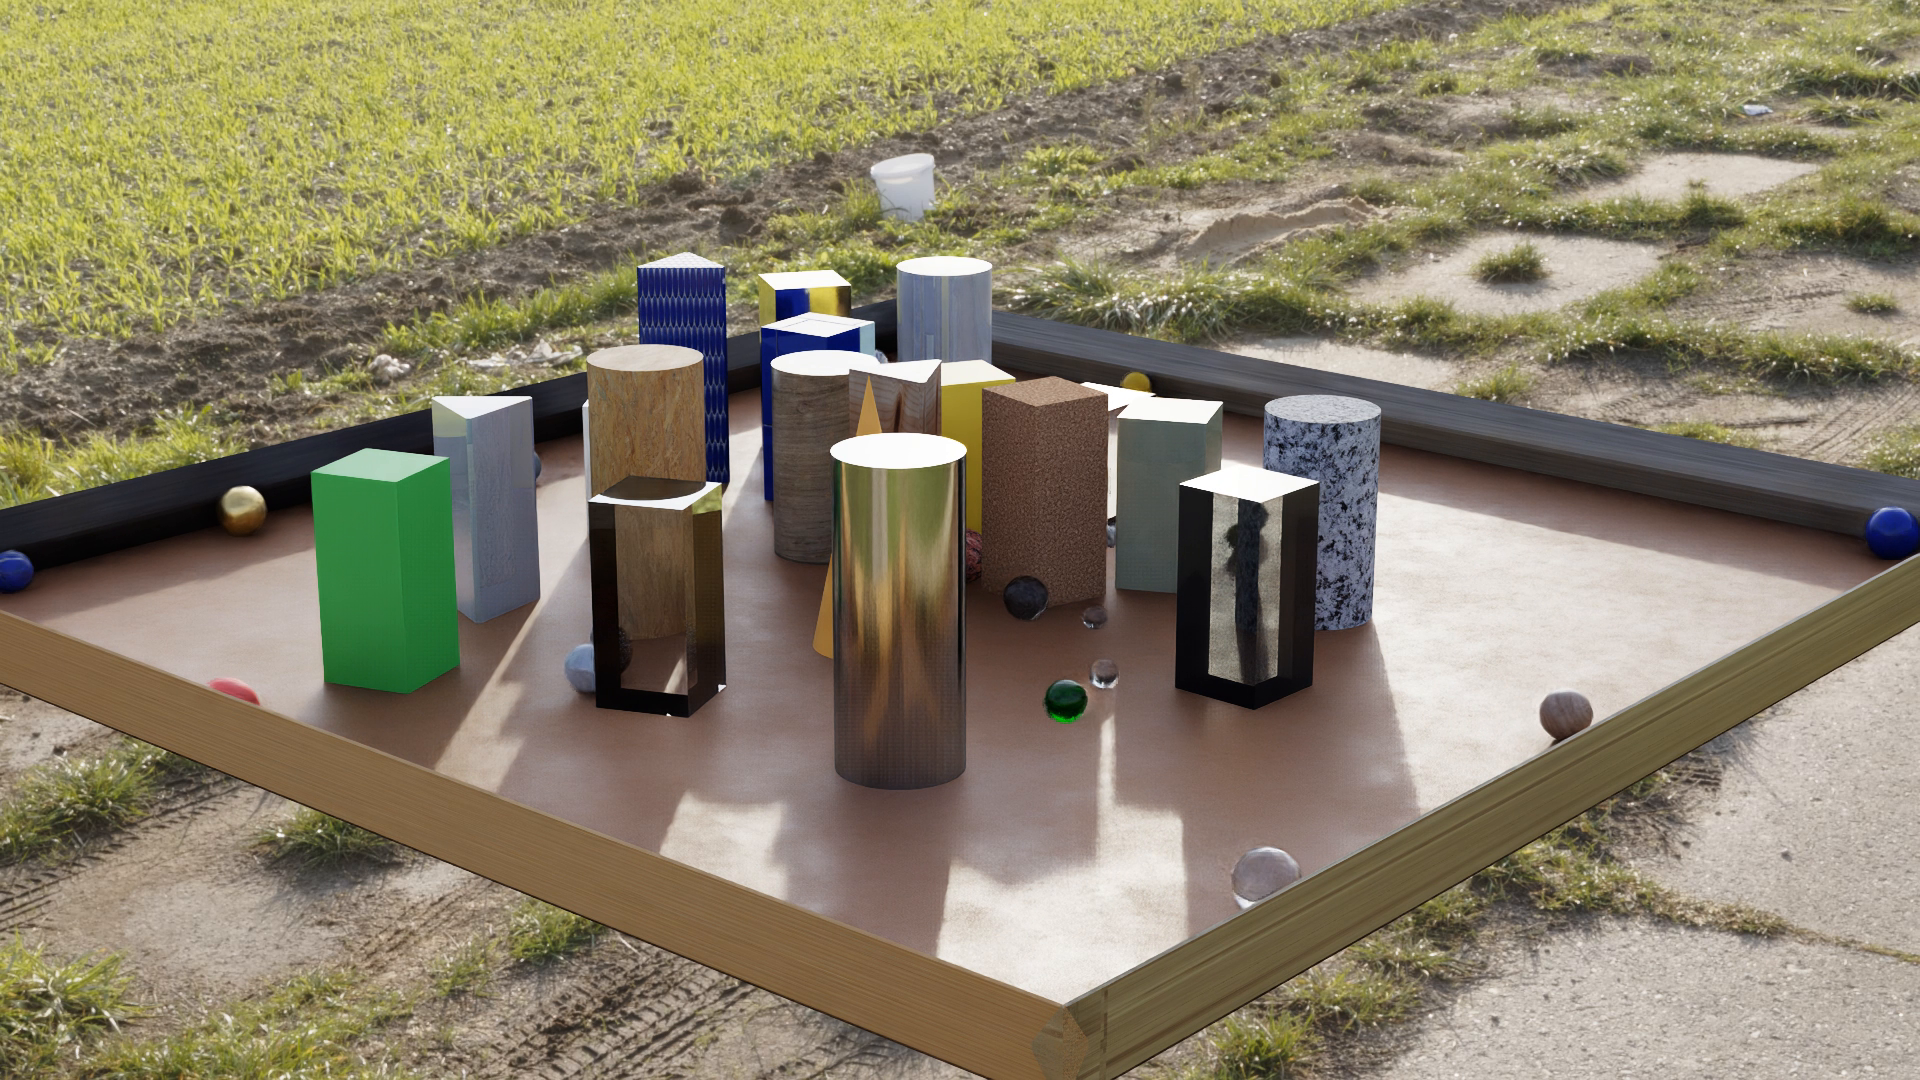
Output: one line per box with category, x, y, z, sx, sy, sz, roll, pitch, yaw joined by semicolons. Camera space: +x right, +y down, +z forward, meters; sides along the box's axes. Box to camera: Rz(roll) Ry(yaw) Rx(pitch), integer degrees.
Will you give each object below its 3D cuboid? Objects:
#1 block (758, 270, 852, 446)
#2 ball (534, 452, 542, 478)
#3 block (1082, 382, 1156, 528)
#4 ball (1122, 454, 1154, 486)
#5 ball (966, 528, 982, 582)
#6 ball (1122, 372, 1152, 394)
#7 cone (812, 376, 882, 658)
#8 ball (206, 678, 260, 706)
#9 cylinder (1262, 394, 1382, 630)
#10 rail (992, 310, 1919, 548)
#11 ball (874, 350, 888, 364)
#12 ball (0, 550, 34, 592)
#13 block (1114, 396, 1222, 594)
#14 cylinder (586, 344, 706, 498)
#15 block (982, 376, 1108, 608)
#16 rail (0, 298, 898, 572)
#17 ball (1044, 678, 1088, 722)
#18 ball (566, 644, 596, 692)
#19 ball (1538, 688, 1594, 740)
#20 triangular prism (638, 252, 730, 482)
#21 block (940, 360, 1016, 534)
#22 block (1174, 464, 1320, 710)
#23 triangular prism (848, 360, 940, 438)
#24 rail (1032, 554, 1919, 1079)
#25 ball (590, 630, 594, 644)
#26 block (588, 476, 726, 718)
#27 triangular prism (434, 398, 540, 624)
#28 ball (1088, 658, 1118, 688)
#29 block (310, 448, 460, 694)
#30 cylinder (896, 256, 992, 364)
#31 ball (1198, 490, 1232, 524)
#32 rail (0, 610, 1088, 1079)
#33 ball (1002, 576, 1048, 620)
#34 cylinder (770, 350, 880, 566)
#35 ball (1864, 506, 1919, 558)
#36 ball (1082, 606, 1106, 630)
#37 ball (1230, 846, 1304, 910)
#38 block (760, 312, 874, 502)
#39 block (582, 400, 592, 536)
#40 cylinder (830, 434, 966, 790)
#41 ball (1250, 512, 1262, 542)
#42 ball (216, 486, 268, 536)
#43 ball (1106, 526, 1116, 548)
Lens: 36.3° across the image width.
block;-0.316;-0.356;6.003;0.156;0.361;0.156;-5;17;-15
ball;-0.865;-0.146;5.807;0.072;0.072;0.072;0;17;0
block;0.259;-0.155;5.546;0.156;0.241;0.156;12;21;35
ball;0.353;-0.136;5.791;0.063;0.063;0.063;0;17;0
ball;0.005;0.027;5.188;0.097;0.097;0.097;0;17;0
ball;0.388;-0.336;6.450;0.066;0.066;0.066;0;17;0
cone;-0.148;-0.048;4.810;0.195;0.460;0.195;0;17;0
ball;-1.108;0.257;4.433;0.095;0.095;0.095;0;17;0
cylinder;0.610;-0.048;4.984;0.195;0.360;0.195;0;17;0
rail;0.878;-0.260;6.089;2.674;0.127;0.045;14;22;39
ball;-0.200;-0.388;6.591;0.082;0.082;0.082;0;17;0
ball;-1.662;0.055;5.139;0.073;0.073;0.073;0;17;0
block;0.369;-0.079;5.174;0.156;0.310;0.156;5;17;15
cylinder;-0.528;-0.092;4.981;0.195;0.446;0.195;0;17;0
block;0.147;-0.083;5.096;0.156;0.362;0.156;-12;20;-33
rail;-0.992;-0.217;5.944;0.045;0.127;2.727;14;22;39
ball;0.163;0.247;4.515;0.067;0.067;0.067;0;17;0
ball;-0.585;0.203;4.642;0.078;0.078;0.078;0;17;0
ball;0.916;0.264;4.434;0.081;0.081;0.081;0;17;0
triangular prism;-0.544;-0.343;5.834;0.169;0.435;0.146;0;17;0
block;-0.002;-0.147;5.369;0.156;0.327;0.156;-7;18;-22
block;0.452;0.072;4.625;0.156;0.337;0.156;15;22;40
triangular prism;-0.082;-0.116;5.164;0.169;0.386;0.146;13;21;38
rail;0.992;0.280;4.296;0.045;0.127;2.727;14;22;39
ball;-0.552;0.160;4.754;0.094;0.094;0.094;0;17;0
block;-0.471;0.087;4.581;0.156;0.335;0.156;5;18;17
triangular prism;-0.838;-0.062;5.032;0.146;0.359;0.169;10;19;29
ball;0.228;0.212;4.663;0.047;0.047;0.047;0;17;0
block;-0.916;0.048;4.686;0.156;0.349;0.156;7;18;21
cylinder;-0.032;-0.378;6.043;0.195;0.380;0.195;0;17;0
ball;0.482;-0.061;5.538;0.064;0.064;0.064;0;17;0
rail;-0.878;0.324;4.151;2.674;0.127;0.045;14;22;39
ball;0.111;0.099;4.989;0.076;0.076;0.076;0;17;0
cylinder;-0.243;-0.151;5.338;0.195;0.353;0.195;0;17;0
ball;1.694;-0.014;5.329;0.096;0.096;0.096;0;17;0
ball;0.227;0.131;4.944;0.040;0.040;0.040;0;17;0
ball;0.399;0.445;3.810;0.094;0.094;0.094;0;17;0
block;-0.273;-0.249;5.680;0.156;0.344;0.156;11;20;32
block;-0.613;-0.148;5.508;0.156;0.249;0.156;1;17;4
cylinder;-0.088;0.103;4.271;0.195;0.483;0.195;0;17;0
ball;0.563;-0.022;5.422;0.057;0.057;0.057;0;17;0
ball;-1.340;-0.055;5.468;0.093;0.093;0.093;0;17;0
ball;0.272;-0.006;5.399;0.041;0.041;0.041;0;17;0
